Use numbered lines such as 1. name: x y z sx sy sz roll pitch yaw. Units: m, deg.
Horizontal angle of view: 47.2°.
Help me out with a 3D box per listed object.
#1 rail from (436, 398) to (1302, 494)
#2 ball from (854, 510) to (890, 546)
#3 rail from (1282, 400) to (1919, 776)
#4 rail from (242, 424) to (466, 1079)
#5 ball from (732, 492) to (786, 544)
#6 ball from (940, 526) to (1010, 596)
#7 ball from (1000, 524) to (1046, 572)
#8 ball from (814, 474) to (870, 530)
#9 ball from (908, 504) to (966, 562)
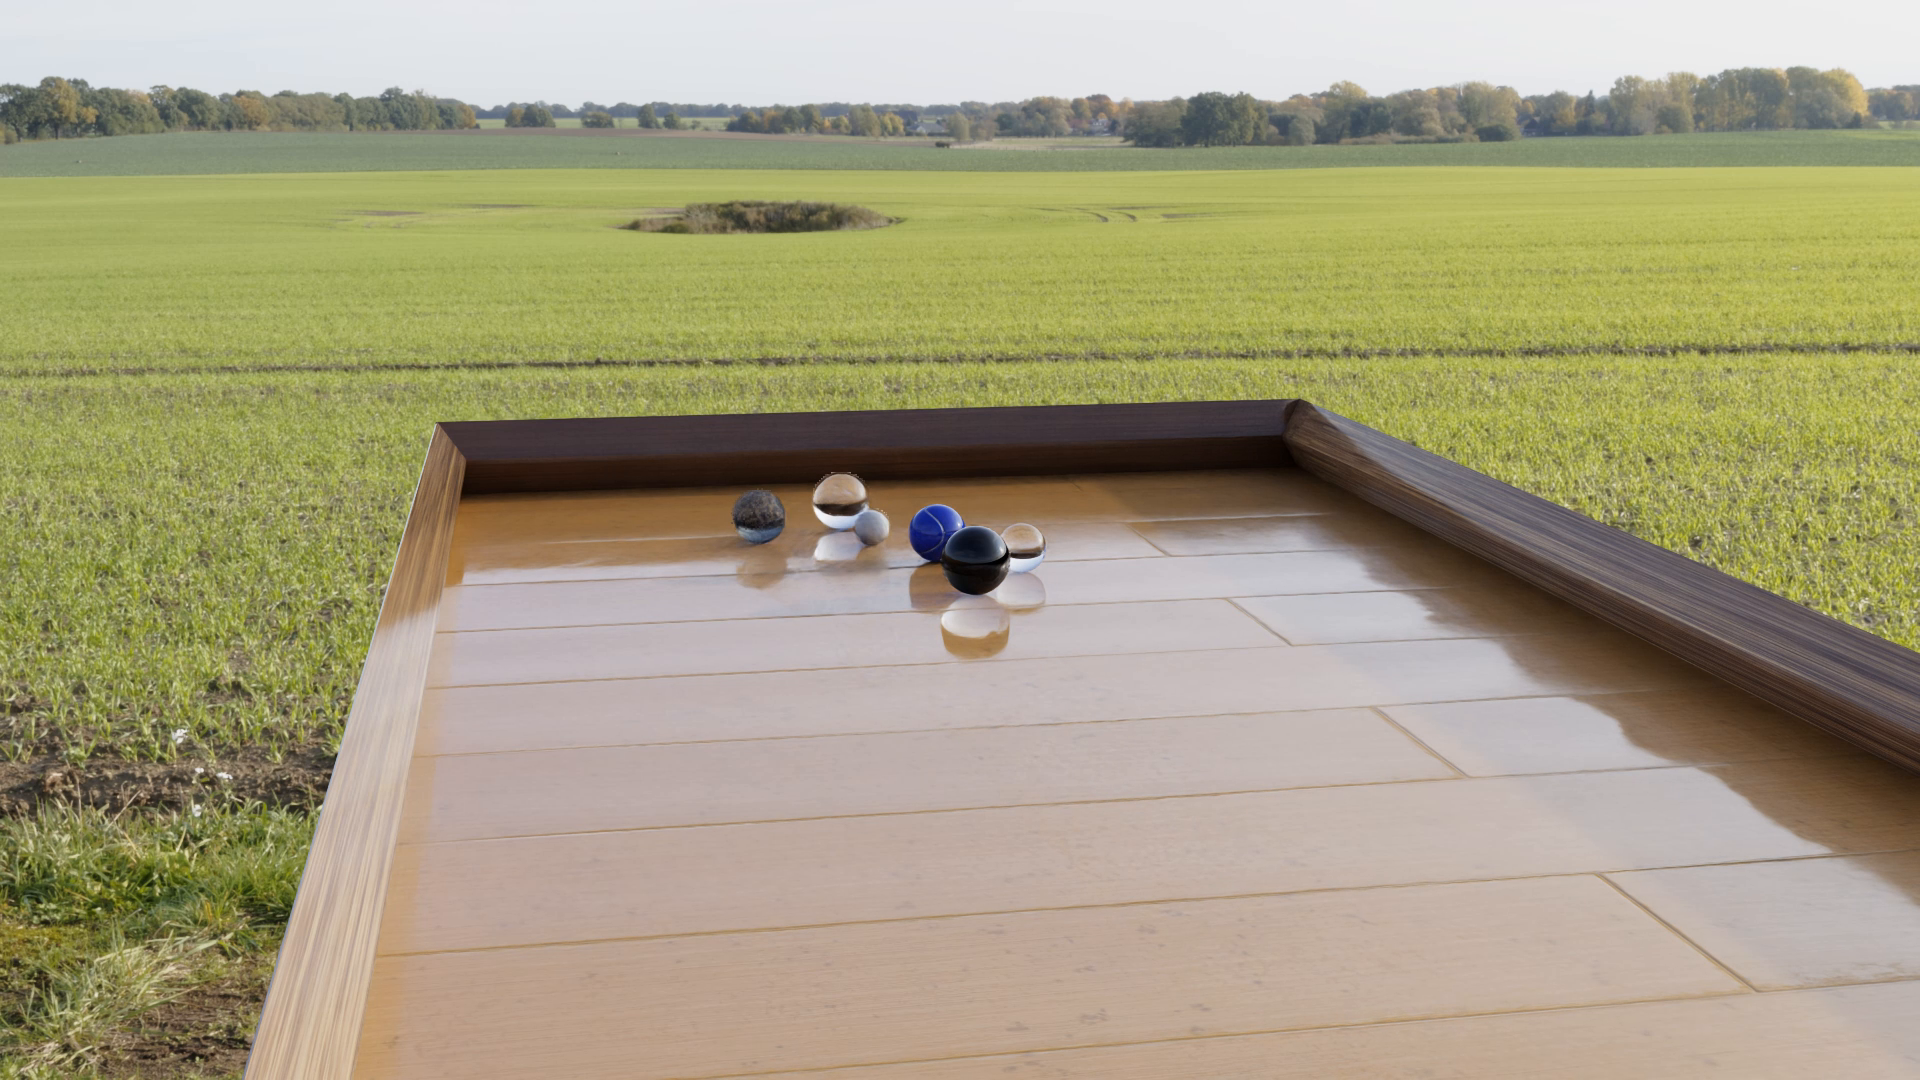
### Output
1. rail: -0.119 -0.150 3.548 1.415 0.114 0.045 -2 12 -10
2. ball: -0.123 -0.016 3.067 0.050 0.050 0.050 0 12 0
3. rail: 0.795 0.085 2.416 0.045 0.114 2.658 -2 12 -10
4. rail: -0.548 0.136 2.168 0.045 0.114 2.658 -2 12 -10
5. ball: -0.281 -0.031 3.081 0.074 0.074 0.074 0 12 0
6. ball: 0.020 0.026 2.771 0.088 0.088 0.088 0 12 0
7. ball: 0.081 0.010 2.900 0.066 0.066 0.066 0 12 0
8. ball: -0.172 -0.055 3.179 0.081 0.081 0.081 0 12 0
9. ball: -0.031 -0.009 2.965 0.078 0.078 0.078 0 12 0
